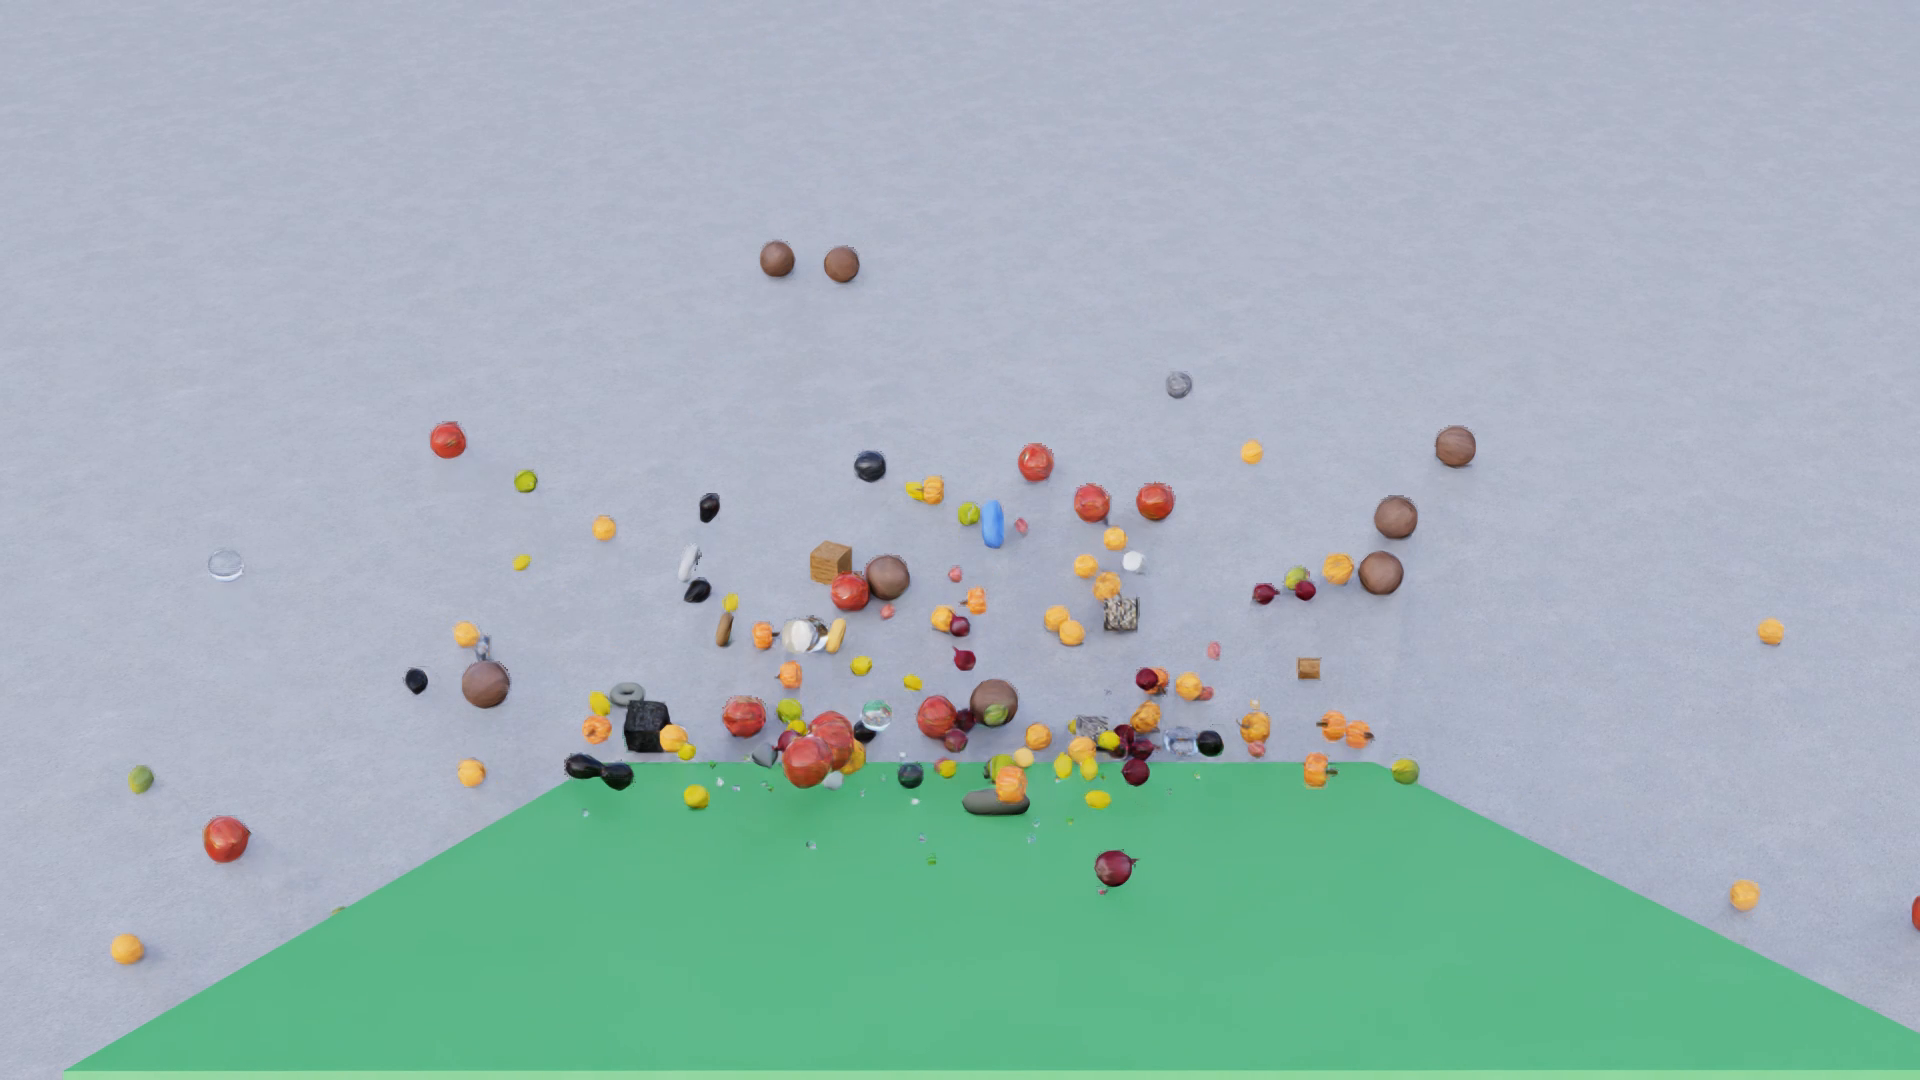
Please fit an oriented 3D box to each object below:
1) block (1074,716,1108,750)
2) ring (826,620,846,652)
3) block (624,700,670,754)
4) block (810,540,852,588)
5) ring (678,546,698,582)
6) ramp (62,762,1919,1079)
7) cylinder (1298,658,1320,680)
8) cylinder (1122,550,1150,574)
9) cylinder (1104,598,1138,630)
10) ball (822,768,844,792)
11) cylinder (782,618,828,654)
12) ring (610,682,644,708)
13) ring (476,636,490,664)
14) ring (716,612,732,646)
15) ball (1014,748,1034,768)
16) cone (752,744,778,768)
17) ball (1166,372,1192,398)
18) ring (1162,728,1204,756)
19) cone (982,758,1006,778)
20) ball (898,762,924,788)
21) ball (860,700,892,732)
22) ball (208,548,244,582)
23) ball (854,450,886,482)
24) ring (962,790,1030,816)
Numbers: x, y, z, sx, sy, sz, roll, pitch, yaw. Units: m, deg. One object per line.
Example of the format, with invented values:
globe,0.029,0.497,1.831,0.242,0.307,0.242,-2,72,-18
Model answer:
block,0.346,0.510,6.844,0.082,0.082,0.082,1,-10,2
ring,-0.348,0.269,7.262,0.034,0.101,0.101,19,34,6
block,-0.828,0.494,6.854,0.097,0.097,0.097,3,50,6
block,-0.378,0.069,7.605,0.090,0.090,0.090,14,34,23
ring,-0.785,0.069,7.486,0.037,0.111,0.111,18,32,0
ramp,0.069,0.612,4.684,2.000,0.100,4.000,0,0,0
cylinder,0.961,0.355,7.130,0.054,0.054,0.054,6,31,-2
cylinder,0.518,0.067,7.614,0.060,0.060,0.060,21,-1,31
cylinder,0.456,0.211,7.345,0.093,0.093,0.093,-2,31,6
ball,-0.288,0.543,5.866,0.051,0.051,0.051,0,31,0
cylinder,-0.432,0.266,7.209,0.096,0.096,0.096,16,9,25
ring,-0.909,0.422,7.072,0.097,0.032,0.097,1,31,-1
ring,-1.328,0.306,7.215,0.027,0.080,0.080,12,31,0
ring,-0.664,0.251,7.294,0.033,0.098,0.098,14,32,1
ball,0.159,0.547,6.501,0.051,0.051,0.051,0,31,0
cone,-0.482,0.558,6.517,0.067,0.067,0.067,-9,29,-14
ball,0.725,-0.514,8.579,0.088,0.088,0.088,0,31,0
ring,0.593,0.534,6.880,0.108,0.036,0.108,2,29,-1
cone,0.092,0.558,6.188,0.053,0.053,0.053,29,41,33
ball,-0.113,0.539,5.919,0.060,0.060,0.060,0,31,0
ball,-0.199,0.418,6.174,0.075,0.075,0.075,0,31,0
ball,-2.152,0.074,7.587,0.099,0.099,0.099,0,31,0
ball,-0.281,-0.230,8.095,0.099,0.099,0.099,0,31,0
ring,0.074,0.543,5.355,0.139,0.046,0.139,1,-1,0
